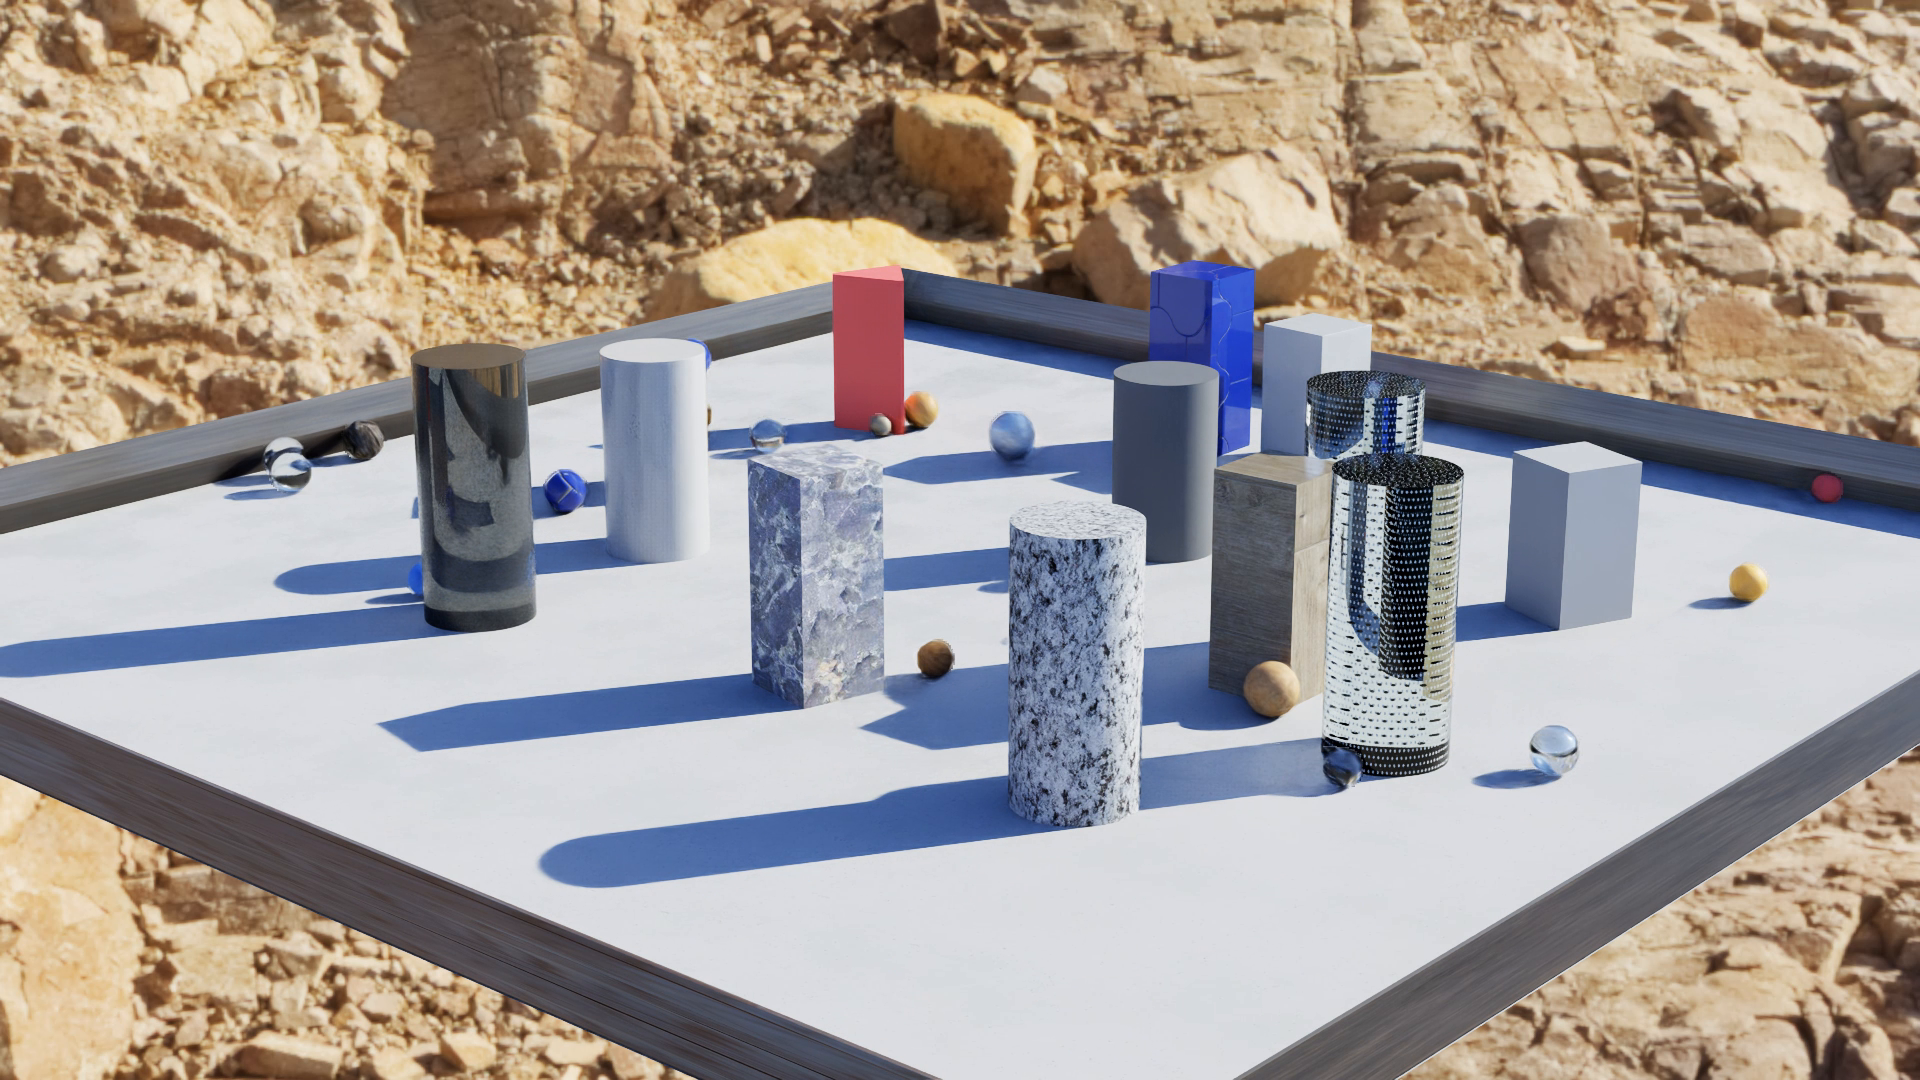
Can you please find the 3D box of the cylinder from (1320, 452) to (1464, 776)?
[{"bbox_3d":[0.635,0.109,4.319,0.190,0.440,0.190,0,17,0],"label":"cylinder"}]

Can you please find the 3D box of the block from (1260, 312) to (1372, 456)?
[{"bbox_3d":[0.719,-0.297,5.930,0.152,0.285,0.152,-15,22,-41],"label":"block"}]

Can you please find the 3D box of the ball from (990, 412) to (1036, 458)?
[{"bbox_3d":[0.107,-0.213,5.981,0.095,0.095,0.095,0,17,0],"label":"ball"}]

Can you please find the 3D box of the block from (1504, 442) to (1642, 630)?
[{"bbox_3d":[1.043,-0.009,4.993,0.152,0.275,0.152,-8,19,-25],"label":"block"}]

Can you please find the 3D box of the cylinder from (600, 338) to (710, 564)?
[{"bbox_3d":[-0.554,-0.164,5.339,0.190,0.372,0.190,0,17,0],"label":"cylinder"}]

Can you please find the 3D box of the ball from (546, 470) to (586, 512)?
[{"bbox_3d":[-0.755,-0.093,5.615,0.078,0.078,0.078,0,17,0],"label":"ball"}]

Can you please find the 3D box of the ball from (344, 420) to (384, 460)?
[{"bbox_3d":[-1.215,-0.205,5.978,0.081,0.081,0.081,0,17,0],"label":"ball"}]

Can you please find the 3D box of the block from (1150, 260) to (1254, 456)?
[{"bbox_3d":[0.495,-0.372,6.028,0.152,0.371,0.152,13,21,37],"label":"block"}]

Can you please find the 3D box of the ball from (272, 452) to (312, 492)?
[{"bbox_3d":[-1.309,-0.132,5.744,0.078,0.078,0.078,0,17,0],"label":"ball"}]

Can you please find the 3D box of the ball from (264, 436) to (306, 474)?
[{"bbox_3d":[-1.343,-0.163,5.836,0.084,0.084,0.084,0,17,0],"label":"ball"}]

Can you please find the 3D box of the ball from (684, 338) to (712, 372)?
[{"bbox_3d":[-0.610,-0.410,6.633,0.094,0.094,0.094,0,17,0],"label":"ball"}]

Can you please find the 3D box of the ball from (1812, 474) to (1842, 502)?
[{"bbox_3d":[1.676,-0.100,5.673,0.056,0.056,0.056,0,17,0],"label":"ball"}]

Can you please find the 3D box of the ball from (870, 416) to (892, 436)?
[{"bbox_3d":[-0.166,-0.239,6.156,0.044,0.044,0.044,0,17,0],"label":"ball"}]

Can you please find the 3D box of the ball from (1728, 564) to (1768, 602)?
[{"bbox_3d":[1.366,0.074,5.081,0.065,0.065,0.065,0,17,0],"label":"ball"}]

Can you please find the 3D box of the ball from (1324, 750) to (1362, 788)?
[{"bbox_3d":[0.554,0.331,4.250,0.055,0.055,0.055,0,17,0],"label":"ball"}]

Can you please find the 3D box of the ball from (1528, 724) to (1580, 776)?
[{"bbox_3d":[0.870,0.308,4.292,0.075,0.075,0.075,0,17,0],"label":"ball"}]

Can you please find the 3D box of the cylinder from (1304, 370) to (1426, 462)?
[{"bbox_3d":[0.656,-0.038,4.798,0.190,0.445,0.190,0,17,0],"label":"cylinder"}]

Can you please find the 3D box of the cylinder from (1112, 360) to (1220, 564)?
[{"bbox_3d":[0.373,-0.144,5.345,0.190,0.330,0.190,0,17,0],"label":"cylinder"}]

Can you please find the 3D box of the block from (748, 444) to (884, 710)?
[{"bbox_3d":[-0.226,0.055,4.615,0.152,0.371,0.152,-12,20,-34],"label":"block"}]

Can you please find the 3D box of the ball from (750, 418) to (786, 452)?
[{"bbox_3d":[-0.396,-0.215,6.027,0.072,0.072,0.072,0,17,0],"label":"ball"}]

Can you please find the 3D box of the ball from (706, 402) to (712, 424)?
[{"bbox_3d":[-0.559,-0.265,6.194,0.071,0.071,0.071,0,17,0],"label":"ball"}]

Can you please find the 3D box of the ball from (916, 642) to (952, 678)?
[{"bbox_3d":[-0.041,0.191,4.706,0.058,0.058,0.058,0,17,0],"label":"ball"}]

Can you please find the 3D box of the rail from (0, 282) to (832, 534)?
[{"bbox_3d":[-1.179,-0.265,6.100,0.045,0.124,3.170,14,22,39],"label":"rail"}]

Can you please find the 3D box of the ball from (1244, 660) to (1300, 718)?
[{"bbox_3d":[0.481,0.230,4.529,0.087,0.087,0.087,0,17,0],"label":"ball"}]

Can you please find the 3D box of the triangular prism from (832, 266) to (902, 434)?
[{"bbox_3d":[-0.163,-0.408,6.220,0.165,0.331,0.143,8,19,25],"label":"triangular prism"}]

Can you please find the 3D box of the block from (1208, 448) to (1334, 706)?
[{"bbox_3d":[0.502,0.059,4.620,0.152,0.362,0.152,13,21,37],"label":"block"}]

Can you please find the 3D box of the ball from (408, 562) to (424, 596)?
[{"bbox_3d":[-0.929,0.067,5.107,0.064,0.064,0.064,0,17,0],"label":"ball"}]

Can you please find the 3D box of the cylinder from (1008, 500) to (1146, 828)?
[{"bbox_3d":[0.164,0.173,4.138,0.190,0.421,0.190,0,17,0],"label":"cylinder"}]

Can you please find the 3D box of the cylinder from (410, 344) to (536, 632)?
[{"bbox_3d":[-0.820,-0.089,4.952,0.190,0.454,0.190,0,17,0],"label":"cylinder"}]

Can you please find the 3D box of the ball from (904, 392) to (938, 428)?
[{"bbox_3d":[-0.083,-0.275,6.221,0.076,0.076,0.076,0,17,0],"label":"ball"}]

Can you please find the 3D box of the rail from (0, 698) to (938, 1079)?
[{"bbox_3d":[-1.024,0.372,3.992,3.169,0.124,0.045,14,22,39],"label":"rail"}]

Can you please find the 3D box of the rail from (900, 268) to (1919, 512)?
[{"bbox_3d":[1.024,-0.310,6.249,3.169,0.124,0.045,14,22,39],"label":"rail"}]

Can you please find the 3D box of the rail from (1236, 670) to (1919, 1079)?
[{"bbox_3d":[1.179,0.327,4.141,0.045,0.124,3.170,14,22,39],"label":"rail"}]
